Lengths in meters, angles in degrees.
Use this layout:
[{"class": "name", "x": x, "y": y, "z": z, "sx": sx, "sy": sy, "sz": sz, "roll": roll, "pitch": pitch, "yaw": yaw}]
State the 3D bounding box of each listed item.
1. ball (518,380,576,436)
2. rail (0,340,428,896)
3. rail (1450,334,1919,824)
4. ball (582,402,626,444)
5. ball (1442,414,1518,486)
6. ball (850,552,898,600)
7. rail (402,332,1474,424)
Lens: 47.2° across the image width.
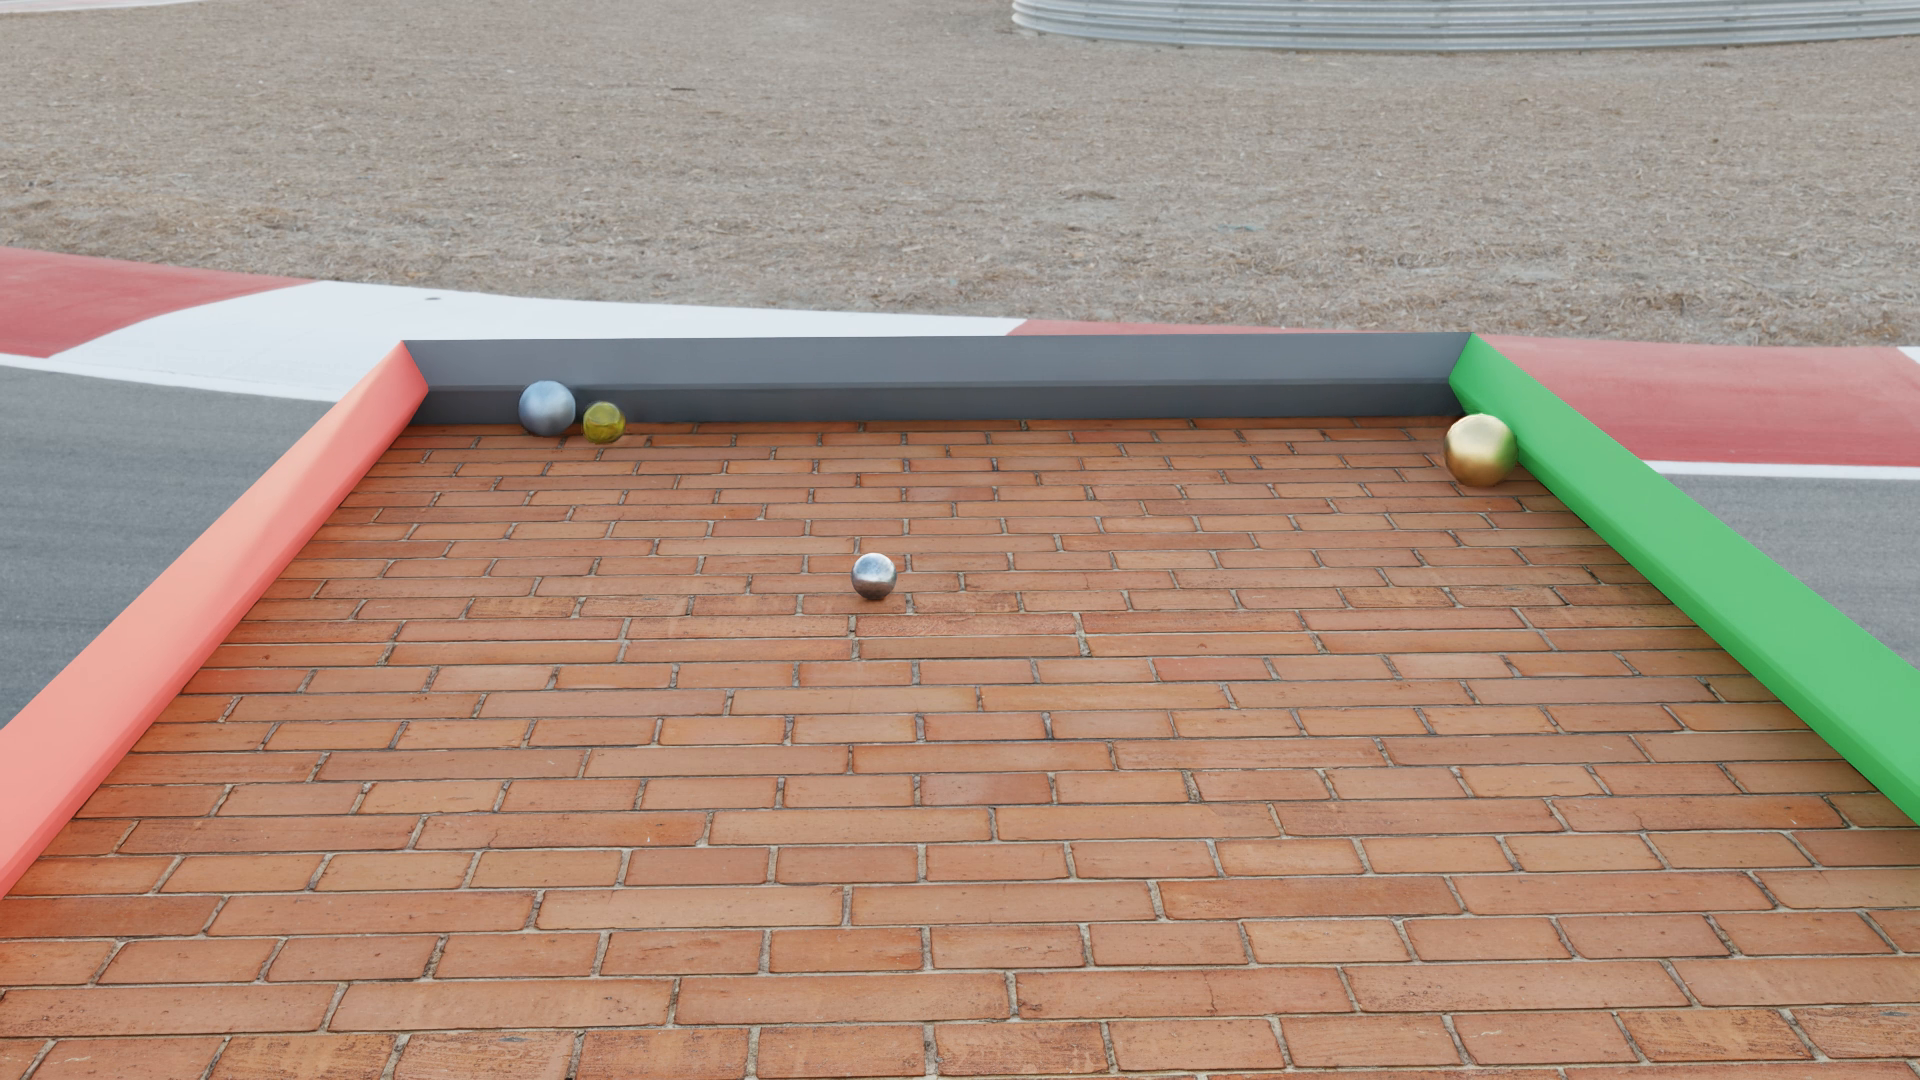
[{"class": "ball", "x": -0.610, "y": -0.194, "z": 3.251, "sx": 0.083, "sy": 0.083, "sz": 0.083, "roll": 0, "pitch": 17, "yaw": 0}, {"class": "rail", "x": -0.760, "y": 0.194, "z": 1.879, "sx": 0.045, "sy": 0.128, "sz": 3.004, "roll": -1, "pitch": 17, "yaw": -2}, {"class": "rail", "x": 0.815, "y": 0.177, "z": 1.935, "sx": 0.045, "sy": 0.128, "sz": 3.004, "roll": -1, "pitch": 17, "yaw": -2}, {"class": "ball", "x": -0.519, "y": -0.171, "z": 3.210, "sx": 0.063, "sy": 0.063, "sz": 0.063, "roll": 0, "pitch": 17, "yaw": 0}, {"class": "ball", "x": 0.705, "y": -0.121, "z": 2.984, "sx": 0.099, "sy": 0.099, "sz": 0.099, "roll": 0, "pitch": 17, "yaw": 0}, {"class": "ball", "x": -0.099, "y": 0.042, "z": 2.519, "sx": 0.054, "sy": 0.054, "sz": 0.054, "roll": 0, "pitch": 17, "yaw": 0}, {"class": "rail", "x": -0.027, "y": -0.240, "z": 3.322, "sx": 1.624, "sy": 0.128, "sz": 0.045, "roll": -1, "pitch": 17, "yaw": -2}]
